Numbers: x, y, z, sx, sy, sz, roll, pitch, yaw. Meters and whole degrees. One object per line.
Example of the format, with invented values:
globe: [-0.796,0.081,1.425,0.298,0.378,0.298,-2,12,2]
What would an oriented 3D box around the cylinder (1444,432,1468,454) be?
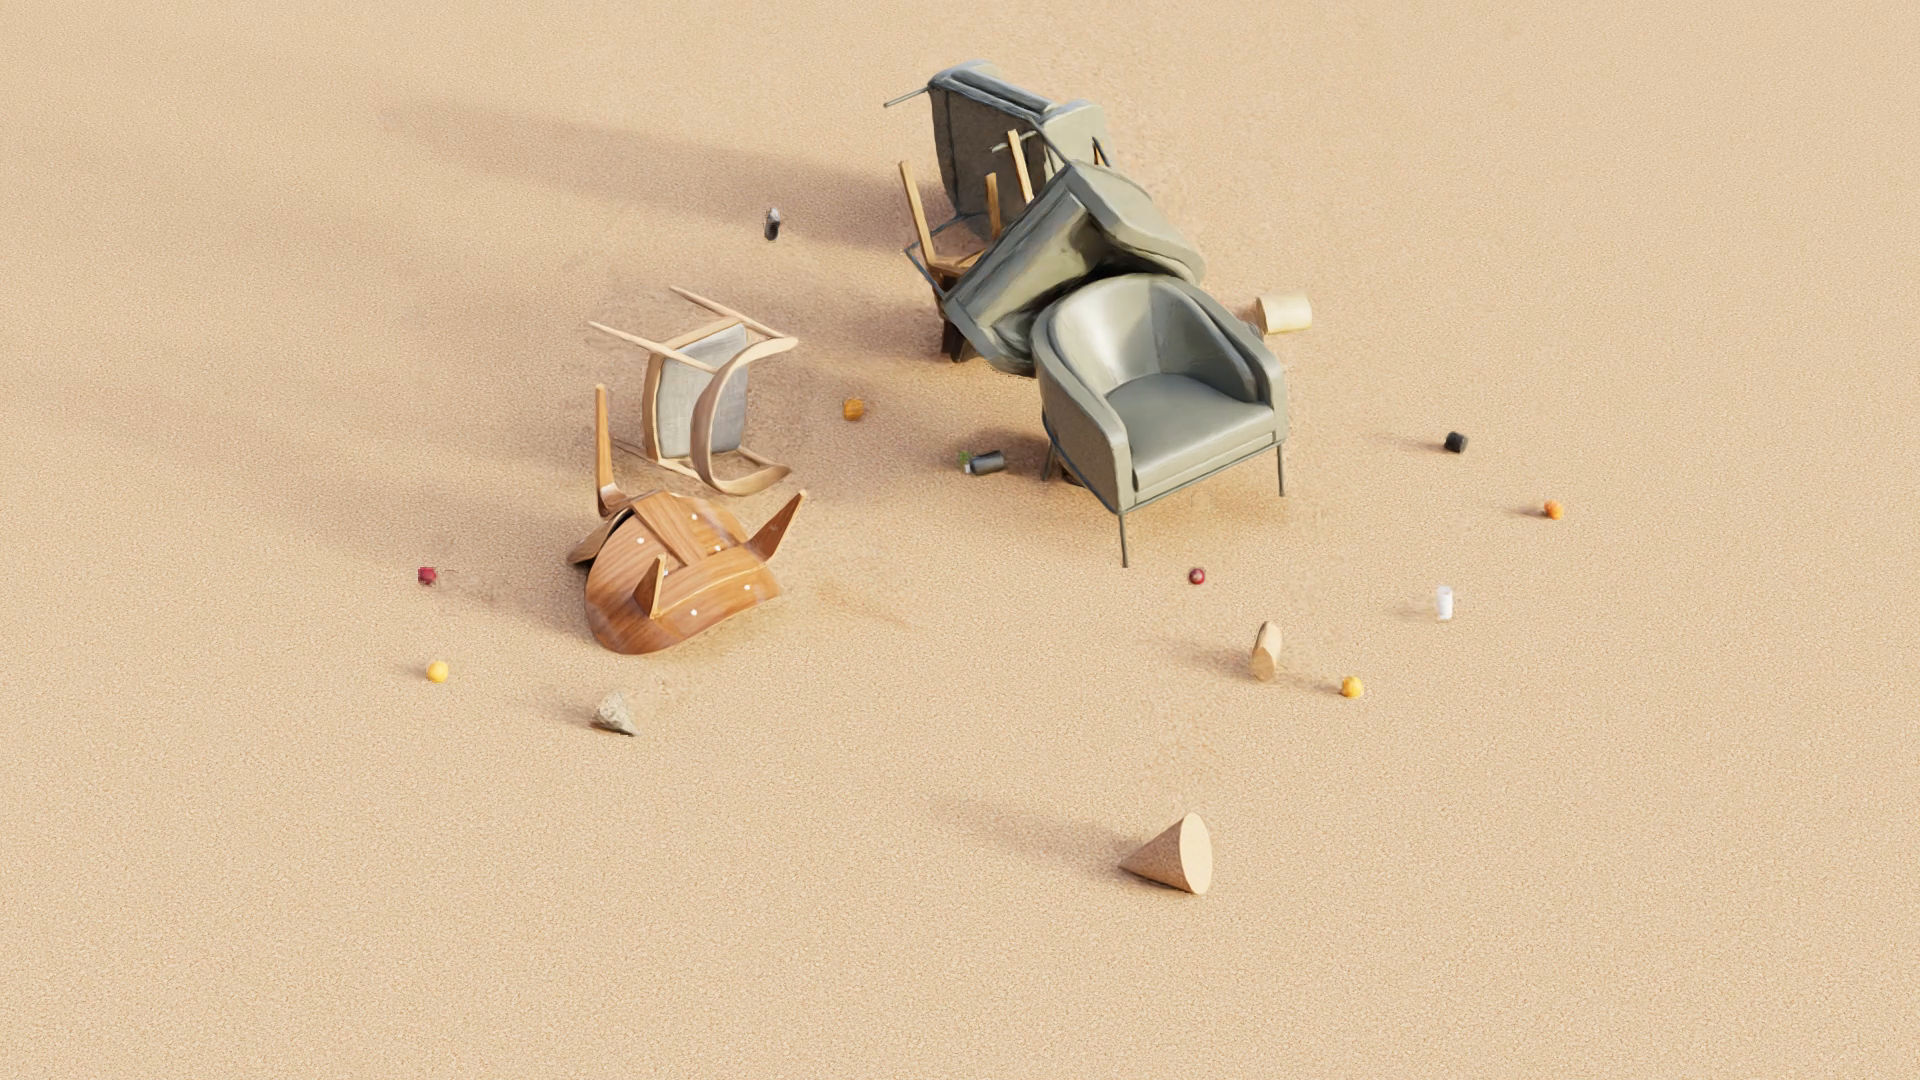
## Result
cylinder: [1.939,-0.379,11.458,0.064,0.069,0.064,23,15,30]

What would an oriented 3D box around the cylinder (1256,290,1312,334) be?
cylinder: [1.357,-0.950,12.268,0.201,0.098,0.170,-8,73,-13]

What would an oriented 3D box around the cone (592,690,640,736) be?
cone: [-1.141,0.616,9.939,0.151,0.159,0.147,41,55,10]

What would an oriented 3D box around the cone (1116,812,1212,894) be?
cone: [0.620,1.014,9.303,0.283,0.242,0.273,-12,35,26]

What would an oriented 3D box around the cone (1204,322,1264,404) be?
cone: [1.162,-0.672,11.854,0.278,0.246,0.325,20,41,-45]

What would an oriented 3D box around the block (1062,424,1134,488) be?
block: [0.532,-0.326,11.325,0.120,0.125,0.277,27,42,35]

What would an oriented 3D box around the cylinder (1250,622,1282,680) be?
cylinder: [1.065,0.386,10.194,0.081,0.142,0.163,1,33,17]
